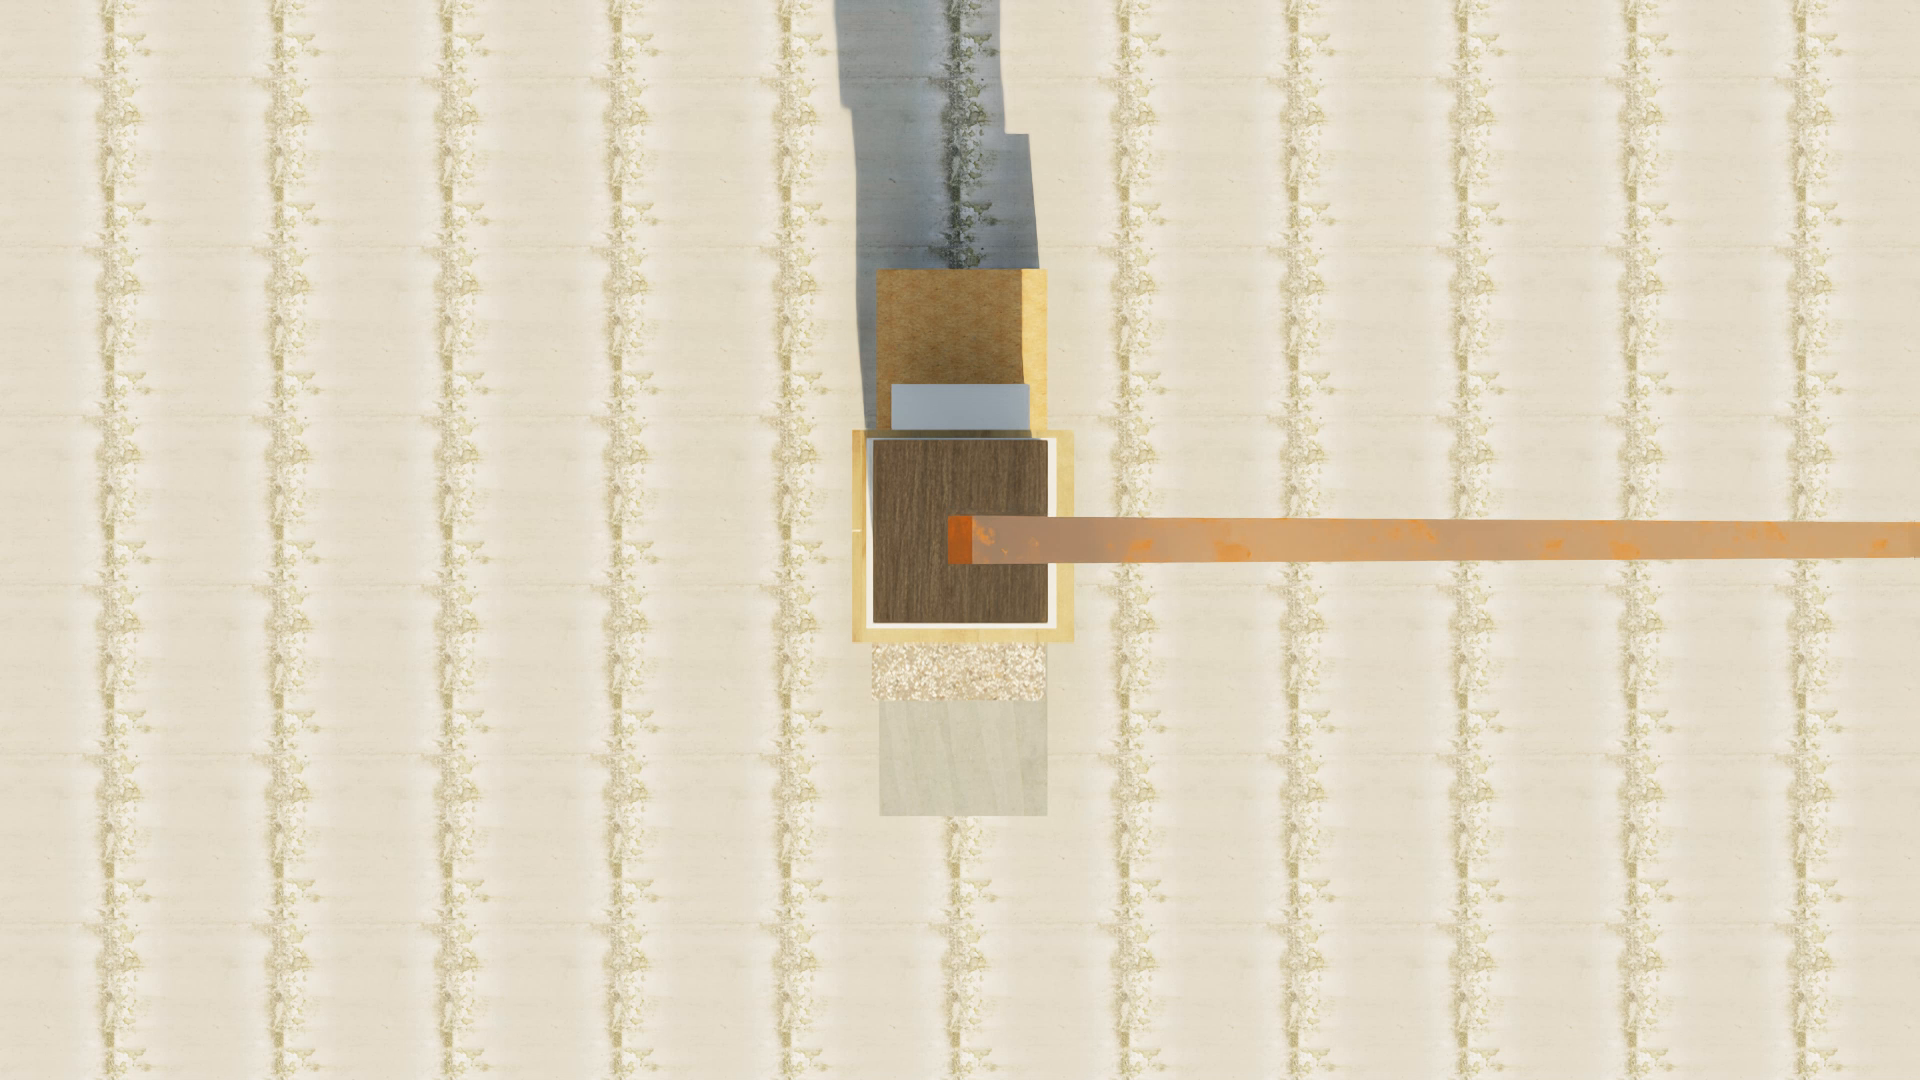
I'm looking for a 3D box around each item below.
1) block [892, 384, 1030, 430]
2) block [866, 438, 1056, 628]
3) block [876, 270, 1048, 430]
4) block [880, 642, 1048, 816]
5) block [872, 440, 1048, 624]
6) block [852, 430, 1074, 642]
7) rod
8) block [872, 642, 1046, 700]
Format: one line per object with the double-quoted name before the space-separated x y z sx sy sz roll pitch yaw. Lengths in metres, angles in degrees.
"block" 0.003 -0.405 11.773 0.717 0.720 0.808 0 90 0
"block" 0.006 -0.023 8.446 0.696 0.744 0.700 0 90 0
"block" 0.011 -0.988 12.575 0.942 0.851 1.018 0 90 0
"block" 0.018 0.990 12.460 0.913 1.081 1.014 0 90 0
"block" 0.002 -0.027 7.790 0.599 0.568 0.627 0 90 0
"block" 0.014 -0.014 9.779 0.945 0.836 0.907 0 90 0
"rod" 2.234 0.000 5.032 5.200 0.080 0.080 0 90 -31
"block" -0.007 0.406 11.460 0.867 0.920 0.800 0 90 0
